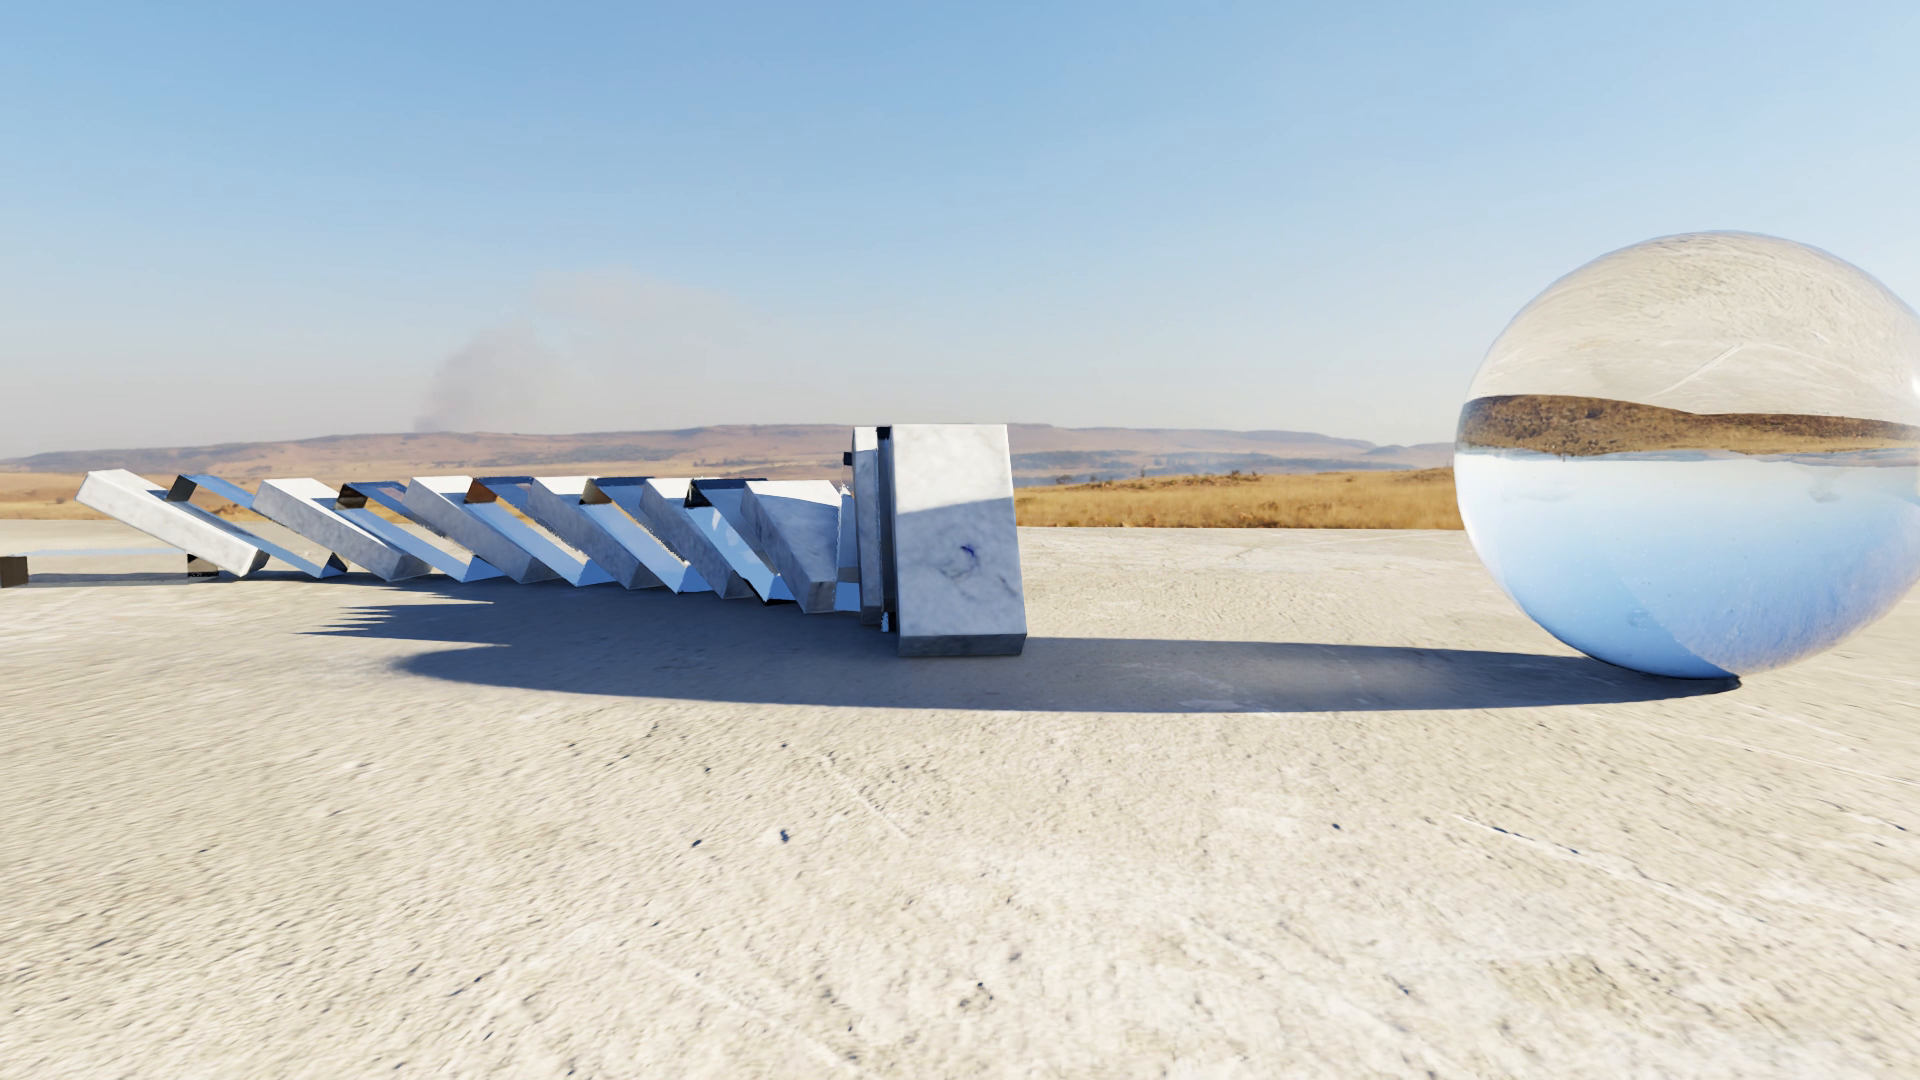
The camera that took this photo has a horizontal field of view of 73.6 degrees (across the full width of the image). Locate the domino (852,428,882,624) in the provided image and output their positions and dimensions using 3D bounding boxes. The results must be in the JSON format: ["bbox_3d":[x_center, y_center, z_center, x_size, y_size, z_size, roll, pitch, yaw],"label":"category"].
[{"bbox_3d":[-0.013,-0.004,0.312,0.025,0.050,0.010,-1,-30,-9],"label":"domino"}]

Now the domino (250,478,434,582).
[{"bbox_3d":[-0.195,-0.004,0.409,0.050,0.010,0.025,28,6,3],"label":"domino"}]

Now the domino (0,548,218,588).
[{"bbox_3d":[-0.260,0.008,0.394,0.050,0.009,0.025,-1,4,-12],"label":"domino"}]

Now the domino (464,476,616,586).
[{"bbox_3d":[-0.127,-0.004,0.401,0.050,0.010,0.025,32,16,19],"label":"domino"}]

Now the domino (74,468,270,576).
[{"bbox_3d":[-0.242,-0.006,0.398,0.050,0.010,0.025,29,-2,-14],"label":"domino"}]

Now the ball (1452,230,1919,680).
[{"bbox_3d":[0.132,-0.015,0.232,0.080,0.080,0.080,0,4,0],"label":"ball"}]

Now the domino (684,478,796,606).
[{"bbox_3d":[-0.054,-0.001,0.359,0.025,0.010,0.050,-4,34,-40],"label":"domino"}]

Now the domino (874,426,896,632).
[{"bbox_3d":[-0.006,-0.003,0.301,0.025,0.050,0.010,0,-30,-7],"label":"domino"}]

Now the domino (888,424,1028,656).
[{"bbox_3d":[-0.001,-0.001,0.267,0.025,0.050,0.010,-1,-30,-7],"label":"domino"}]

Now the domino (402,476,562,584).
[{"bbox_3d":[-0.148,-0.004,0.406,0.050,0.010,0.025,31,13,14],"label":"domino"}]

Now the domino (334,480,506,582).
[{"bbox_3d":[-0.170,-0.003,0.409,0.050,0.010,0.025,27,10,10],"label":"domino"}]

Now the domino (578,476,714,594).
[{"bbox_3d":[-0.088,-0.002,0.384,0.050,0.009,0.025,36,24,29],"label":"domino"}]

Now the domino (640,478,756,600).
[{"bbox_3d":[-0.070,-0.002,0.373,0.025,0.009,0.050,-4,34,-44],"label":"domino"}]

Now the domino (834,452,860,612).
[{"bbox_3d":[-0.019,-0.002,0.330,0.025,0.010,0.050,4,42,-7],"label":"domino"}]

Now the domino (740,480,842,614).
[{"bbox_3d":[-0.038,0.001,0.344,0.025,0.010,0.050,-3,33,-31],"label":"domino"}]

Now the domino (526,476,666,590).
[{"bbox_3d":[-0.107,-0.003,0.394,0.050,0.009,0.025,34,21,25],"label":"domino"}]

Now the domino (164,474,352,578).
[{"bbox_3d":[-0.220,-0.005,0.407,0.050,0.009,0.025,28,-2,-8],"label":"domino"}]
